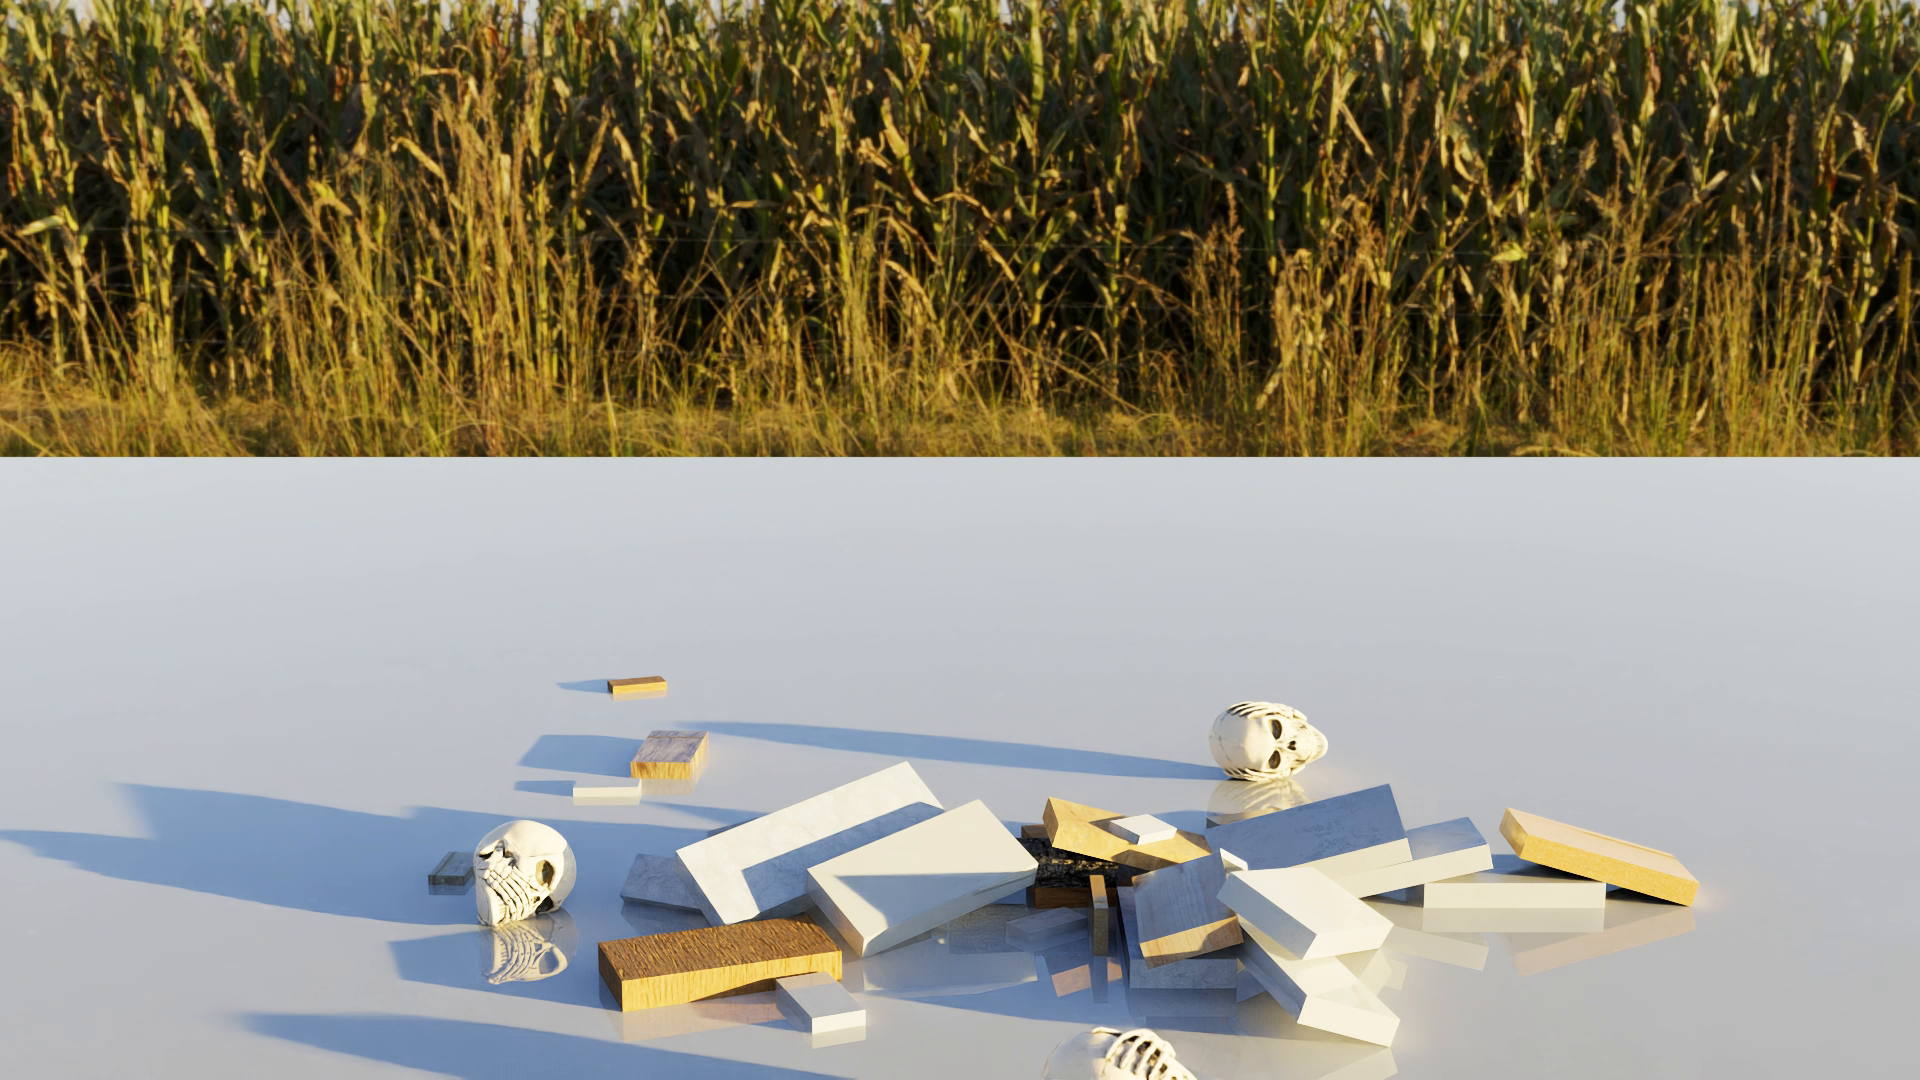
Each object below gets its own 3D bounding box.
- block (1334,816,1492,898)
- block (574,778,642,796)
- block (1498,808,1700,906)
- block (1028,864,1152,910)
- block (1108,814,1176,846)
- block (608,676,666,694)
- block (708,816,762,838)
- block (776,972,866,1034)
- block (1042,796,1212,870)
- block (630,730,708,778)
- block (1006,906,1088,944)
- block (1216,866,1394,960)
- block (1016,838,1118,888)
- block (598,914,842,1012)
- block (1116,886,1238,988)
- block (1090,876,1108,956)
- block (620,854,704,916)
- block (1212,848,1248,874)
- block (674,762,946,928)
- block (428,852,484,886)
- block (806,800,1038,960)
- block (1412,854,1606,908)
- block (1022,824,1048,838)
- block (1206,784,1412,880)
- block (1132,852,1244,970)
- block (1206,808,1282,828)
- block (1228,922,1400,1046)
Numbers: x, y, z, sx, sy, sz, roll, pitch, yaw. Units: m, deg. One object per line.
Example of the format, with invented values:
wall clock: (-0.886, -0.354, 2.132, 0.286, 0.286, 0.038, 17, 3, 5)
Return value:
block: (0.722, 0.535, 3.665, 0.296, 0.042, 0.148, -13, 10, 3)
block: (-0.679, 0.476, 4.234, 0.123, 0.017, 0.062, 0, 11, -2)
block: (1.063, 0.527, 3.669, 0.296, 0.042, 0.148, 16, 10, -3)
block: (0.255, 0.570, 3.671, 0.275, 0.039, 0.138, -1, 11, -5)
block: (0.301, 0.478, 3.632, 0.060, 0.017, 0.120, 23, 13, 33)
block: (-0.737, 0.331, 5.018, 0.123, 0.017, 0.062, -4, 11, -21)
block: (-0.341, 0.502, 3.823, 0.117, 0.033, 0.233, -6, -9, -29)
block: (-0.203, 0.669, 3.184, 0.080, 0.023, 0.159, -5, 11, -23)
block: (0.281, 0.499, 3.647, 0.275, 0.039, 0.138, 15, 11, -8)
block: (-0.584, 0.431, 4.433, 0.117, 0.033, 0.233, 0, 11, 2)
block: (0.139, 0.612, 3.501, 0.120, 0.017, 0.060, -8, 13, -36)
block: (0.525, 0.561, 3.324, 0.159, 0.045, 0.318, 34, 12, 29)
block: (0.122, 0.535, 3.647, 0.275, 0.039, 0.138, 0, 11, 2)
block: (-0.362, 0.633, 3.306, 0.332, 0.047, 0.166, -4, 11, -21)
block: (0.333, 0.614, 3.417, 0.159, 0.045, 0.318, 0, 11, 1)
block: (0.218, 0.590, 3.460, 0.022, 0.077, 0.154, 0, 11, 1)
block: (-0.472, 0.565, 3.609, 0.159, 0.023, 0.080, 5, 55, 24)
block: (0.401, 0.546, 3.563, 0.060, 0.120, 0.017, 31, 37, -27)
block: (-0.230, 0.503, 3.579, 0.440, 0.047, 0.166, -18, 50, -30)
block: (-0.863, 0.563, 3.768, 0.062, 0.017, 0.123, 1, 11, 3)
block: (-0.060, 0.535, 3.499, 0.332, 0.047, 0.166, -18, 44, -31)
block: (0.907, 0.568, 3.670, 0.296, 0.042, 0.148, 0, 11, 0)
block: (0.168, 0.538, 3.890, 0.080, 0.023, 0.159, -3, 11, -14)
block: (0.575, 0.505, 3.646, 0.318, 0.045, 0.159, -15, 26, 7)
block: (0.344, 0.561, 3.350, 0.146, 0.041, 0.292, -17, 9, 5)
block: (0.535, 0.517, 4.003, 0.154, 0.022, 0.077, -5, 11, -24)
block: (0.505, 0.637, 3.173, 0.146, 0.041, 0.293, 17, 6, -15)
